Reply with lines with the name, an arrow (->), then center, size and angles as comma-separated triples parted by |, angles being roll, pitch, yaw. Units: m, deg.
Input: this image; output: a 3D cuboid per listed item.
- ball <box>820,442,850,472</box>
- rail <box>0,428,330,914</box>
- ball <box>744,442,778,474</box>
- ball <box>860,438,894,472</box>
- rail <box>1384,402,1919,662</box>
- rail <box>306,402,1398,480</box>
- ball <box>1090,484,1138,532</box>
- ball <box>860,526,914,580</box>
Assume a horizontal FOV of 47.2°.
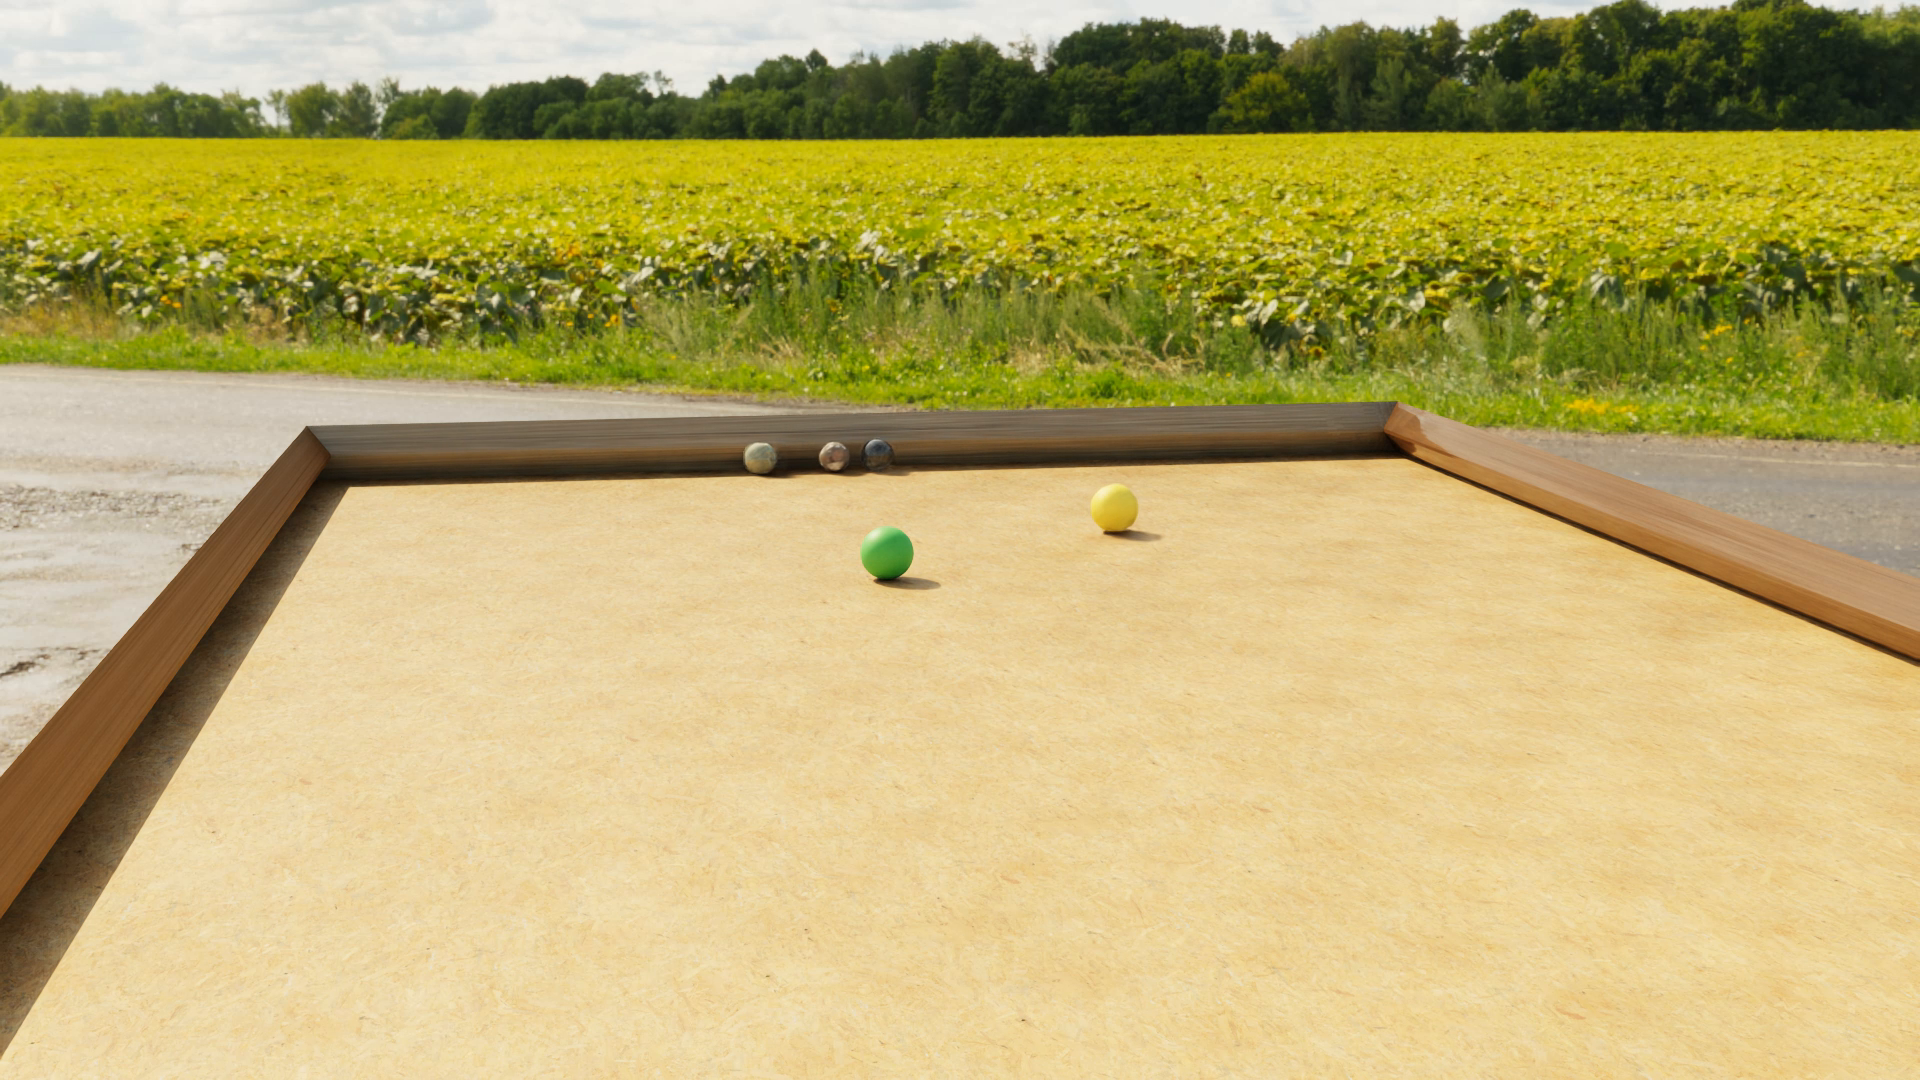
ball -> -0.228, -0.151, 4.008 | 0.056, 0.056, 0.056 | 0, 11, 0
rail -> -0.823, 0.187, 2.123 | 0.045, 0.097, 3.704 | -2, 11, -10
ball -> -0.361, -0.148, 3.982 | 0.059, 0.059, 0.059 | 0, 11, 0
ball -> -0.151, -0.155, 4.016 | 0.060, 0.060, 0.060 | 0, 11, 0
rail -> 1.139, 0.123, 2.456 | 0.045, 0.097, 3.704 | -2, 11, -10
rail -> -0.154, -0.183, 4.060 | 2.038, 0.097, 0.045 | -2, 11, -10
ball -> 0.241, -0.049, 3.423 | 0.075, 0.075, 0.075 | 0, 11, 0
ball -> -0.102, 0.018, 3.071 | 0.075, 0.075, 0.075 | 0, 11, 0
